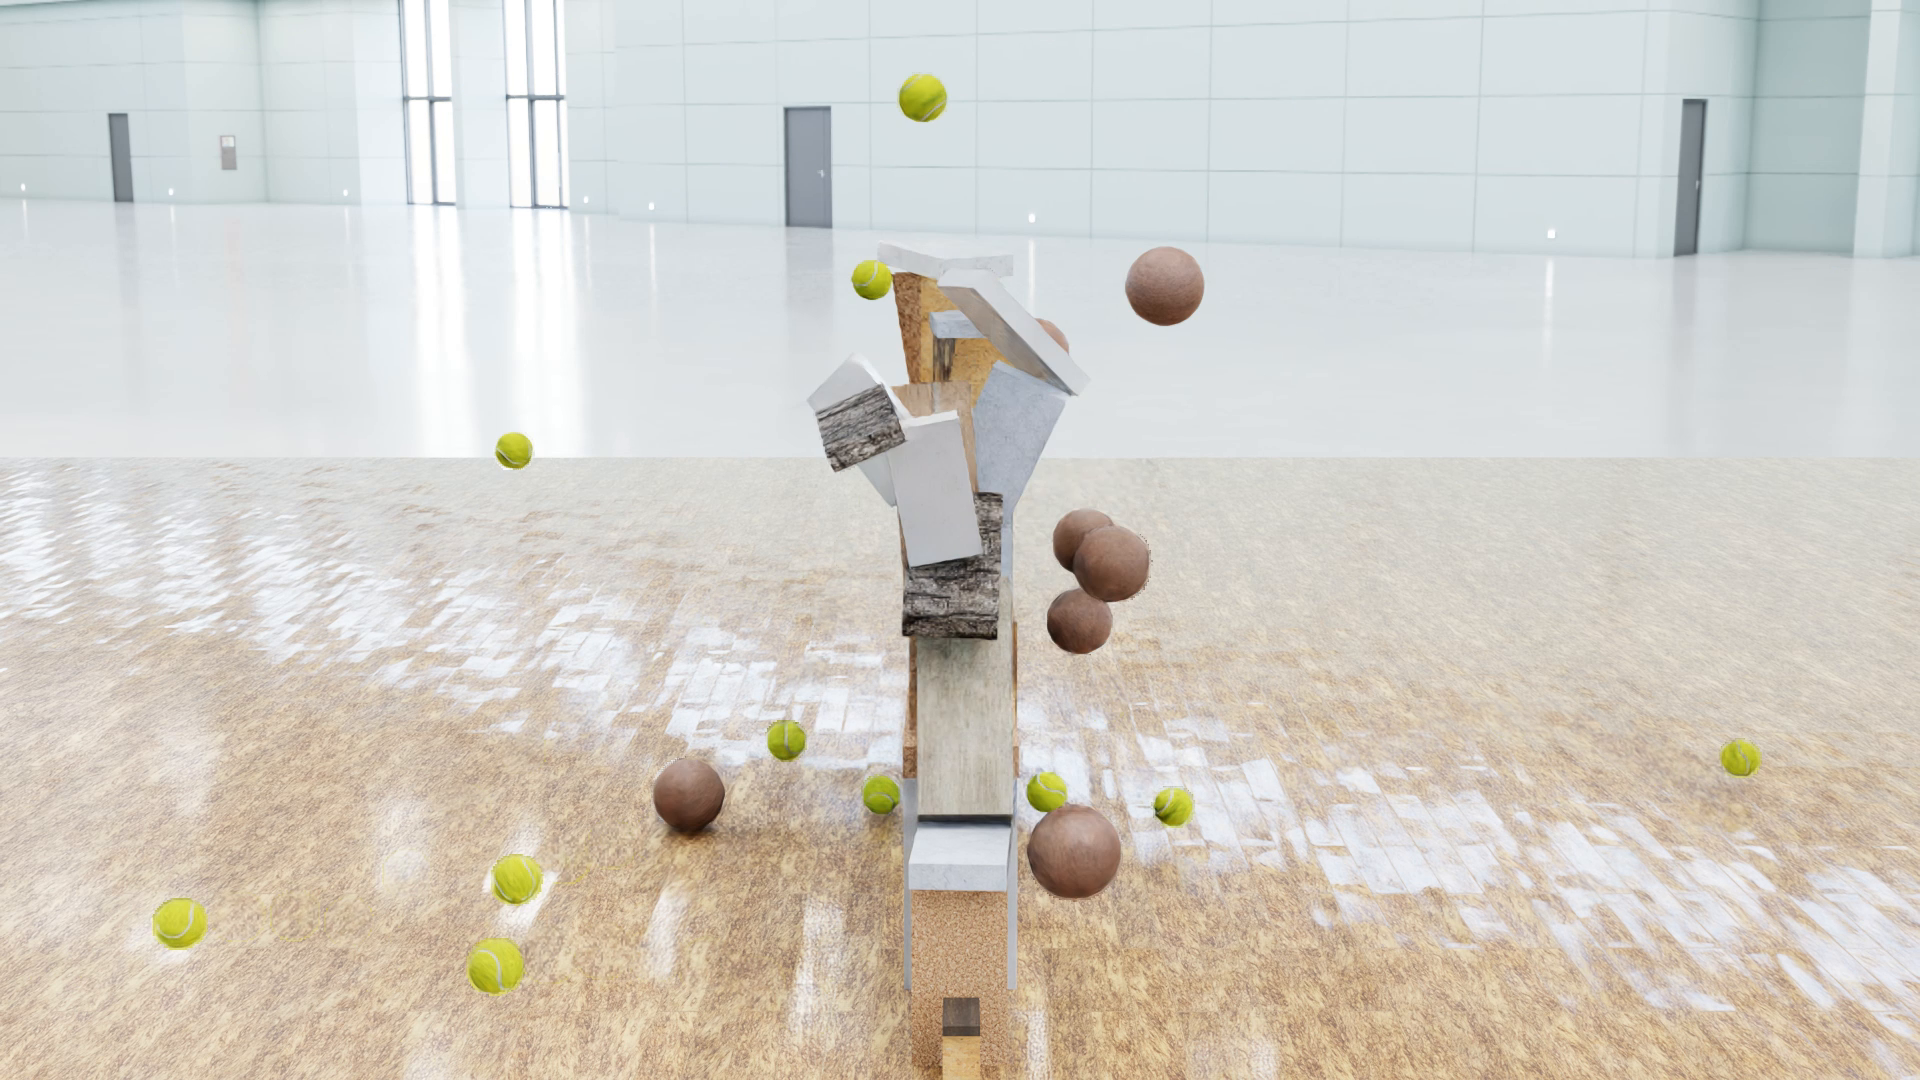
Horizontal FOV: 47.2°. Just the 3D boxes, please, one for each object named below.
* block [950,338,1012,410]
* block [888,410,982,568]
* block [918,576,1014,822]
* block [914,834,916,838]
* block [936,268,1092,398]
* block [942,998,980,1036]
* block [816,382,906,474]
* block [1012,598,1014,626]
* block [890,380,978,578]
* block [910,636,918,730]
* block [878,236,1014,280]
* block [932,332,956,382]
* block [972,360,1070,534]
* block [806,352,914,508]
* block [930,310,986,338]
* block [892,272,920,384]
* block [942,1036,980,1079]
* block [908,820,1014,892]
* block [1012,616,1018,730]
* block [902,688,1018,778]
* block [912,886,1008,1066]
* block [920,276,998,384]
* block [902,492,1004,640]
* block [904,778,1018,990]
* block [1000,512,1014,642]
[{"bbox_3d":[0.022,-0.181,3.543,0.097,0.296,0.028,8,-7,10],"label":"block"},{"bbox_3d":[-0.038,-0.071,3.087,0.105,0.211,0.030,-11,25,0],"label":"block"},{"bbox_3d":[0.006,0.225,3.143,0.134,0.353,0.038,0,-22,-1],"label":"block"},{"bbox_3d":[-0.001,0.553,3.157,0.130,0.259,0.037,0,10,0],"label":"block"},{"bbox_3d":[0.082,-0.316,3.352,0.247,0.035,0.123,44,-13,-25],"label":"block"},{"bbox_3d":[0.002,0.628,2.896,0.049,0.014,0.097,0,11,0],"label":"block"},{"bbox_3d":[-0.139,-0.157,3.034,0.105,0.030,0.211,-24,20,0],"label":"block"},{"bbox_3d":[0.006,0.103,4.228,0.176,0.050,0.352,0,11,-1],"label":"block"},{"bbox_3d":[-0.032,-0.055,3.312,0.123,0.364,0.035,-5,5,2],"label":"block"},{"bbox_3d":[-0.007,0.144,3.242,0.134,0.268,0.038,0,-3,0],"label":"block"},{"bbox_3d":[-0.028,-0.494,3.860,0.135,0.038,0.269,-8,17,-25],"label":"block"},{"bbox_3d":[0.003,-0.248,3.624,0.097,0.194,0.028,0,7,-2],"label":"block"},{"bbox_3d":[0.062,-0.142,3.401,0.123,0.247,0.035,26,25,2],"label":"block"},{"bbox_3d":[-0.124,-0.163,3.250,0.105,0.211,0.030,-43,-14,20],"label":"block"},{"bbox_3d":[0.005,-0.349,3.551,0.097,0.028,0.194,-2,10,-4],"label":"block"},{"bbox_3d":[-0.030,-0.325,3.985,0.135,0.336,0.038,-10,13,-1],"label":"block"},{"bbox_3d":[0.002,0.688,2.874,0.049,0.097,0.014,0,11,0],"label":"block"},{"bbox_3d":[0.004,0.424,3.044,0.130,0.037,0.259,1,11,3],"label":"block"},{"bbox_3d":[0.019,0.322,4.148,0.176,0.352,0.050,0,10,-2],"label":"block"},{"bbox_3d":[0.001,0.290,3.326,0.167,0.047,0.334,0,11,0],"label":"block"},{"bbox_3d":[-0.001,0.585,2.987,0.130,0.259,0.037,0,10,0],"label":"block"},{"bbox_3d":[-0.001,-0.319,3.806,0.135,0.269,0.038,0,13,-1],"label":"block"},{"bbox_3d":[-0.009,0.033,3.169,0.134,0.038,0.268,2,43,1],"label":"block"},{"bbox_3d":[0.001,0.498,3.252,0.167,0.334,0.047,0,11,0],"label":"block"},{"bbox_3d":[0.002,0.094,3.653,0.168,0.391,0.048,1,11,5],"label":"block"}]
